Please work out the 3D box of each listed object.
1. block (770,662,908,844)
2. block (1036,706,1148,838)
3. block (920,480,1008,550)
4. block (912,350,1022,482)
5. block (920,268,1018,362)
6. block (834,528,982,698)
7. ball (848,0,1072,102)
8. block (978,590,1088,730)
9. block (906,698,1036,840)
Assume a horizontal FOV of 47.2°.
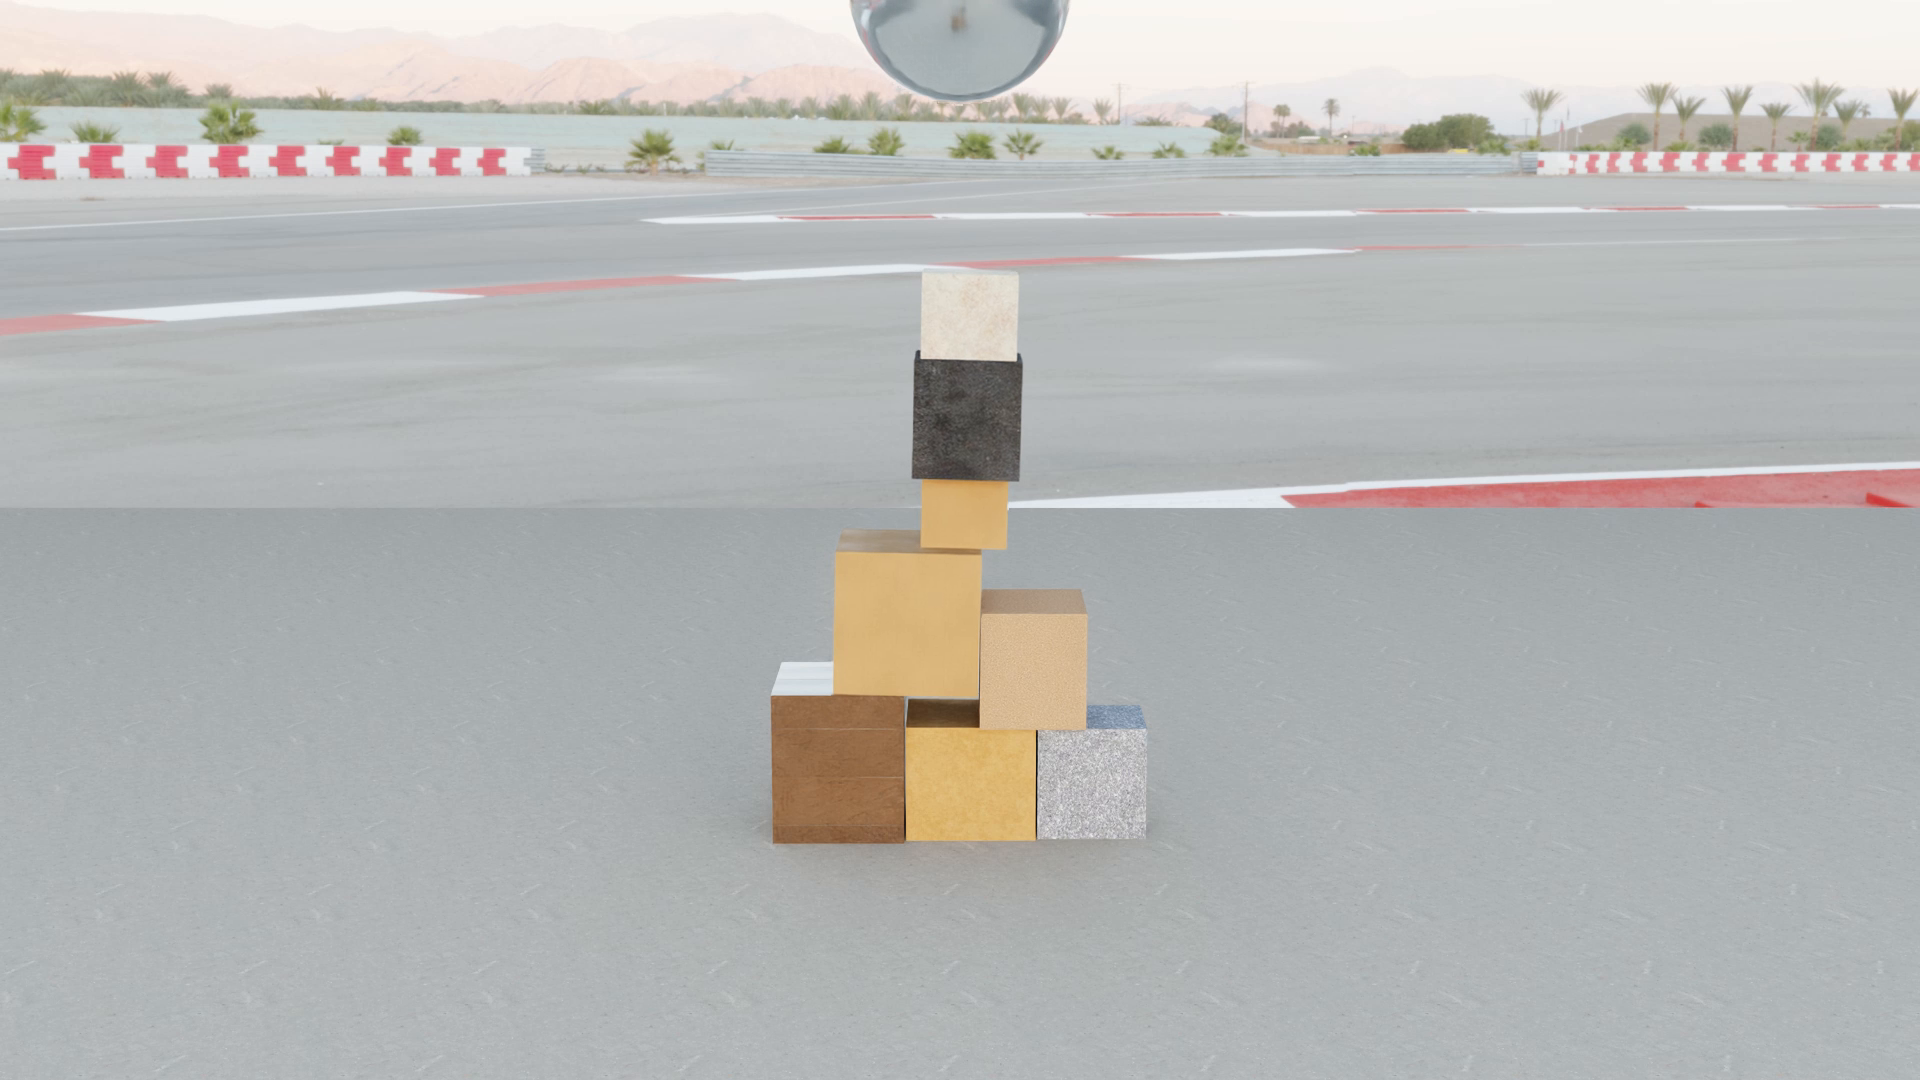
[{"bbox_3d":[-0.614,1.092,11.398,0.663,0.773,0.706,0,10,0],"label":"block"},{"bbox_3d":[0.669,1.195,11.378,0.553,0.578,0.474,0,10,0],"label":"block"},{"bbox_3d":[0.022,-0.169,11.164,0.430,0.363,0.368,1,10,0],"label":"block"},{"bbox_3d":[0.034,-0.630,11.050,0.531,0.585,0.535,1,10,0],"label":"block"},{"bbox_3d":[0.047,-1.129,10.986,0.472,0.419,0.415,1,10,0],"label":"block"},{"bbox_3d":[-0.263,0.362,11.241,0.723,0.722,0.675,1,10,0],"label":"block"},{"bbox_3d":[0.000,-3.928,15.655,1.600,1.600,1.600,0,10,0],"label":"ball"},{"bbox_3d":[0.366,0.604,11.275,0.533,0.594,0.612,0,10,0],"label":"block"},{"bbox_3d":[0.055,1.183,11.404,0.655,0.591,0.587,0,10,0],"label":"block"}]
